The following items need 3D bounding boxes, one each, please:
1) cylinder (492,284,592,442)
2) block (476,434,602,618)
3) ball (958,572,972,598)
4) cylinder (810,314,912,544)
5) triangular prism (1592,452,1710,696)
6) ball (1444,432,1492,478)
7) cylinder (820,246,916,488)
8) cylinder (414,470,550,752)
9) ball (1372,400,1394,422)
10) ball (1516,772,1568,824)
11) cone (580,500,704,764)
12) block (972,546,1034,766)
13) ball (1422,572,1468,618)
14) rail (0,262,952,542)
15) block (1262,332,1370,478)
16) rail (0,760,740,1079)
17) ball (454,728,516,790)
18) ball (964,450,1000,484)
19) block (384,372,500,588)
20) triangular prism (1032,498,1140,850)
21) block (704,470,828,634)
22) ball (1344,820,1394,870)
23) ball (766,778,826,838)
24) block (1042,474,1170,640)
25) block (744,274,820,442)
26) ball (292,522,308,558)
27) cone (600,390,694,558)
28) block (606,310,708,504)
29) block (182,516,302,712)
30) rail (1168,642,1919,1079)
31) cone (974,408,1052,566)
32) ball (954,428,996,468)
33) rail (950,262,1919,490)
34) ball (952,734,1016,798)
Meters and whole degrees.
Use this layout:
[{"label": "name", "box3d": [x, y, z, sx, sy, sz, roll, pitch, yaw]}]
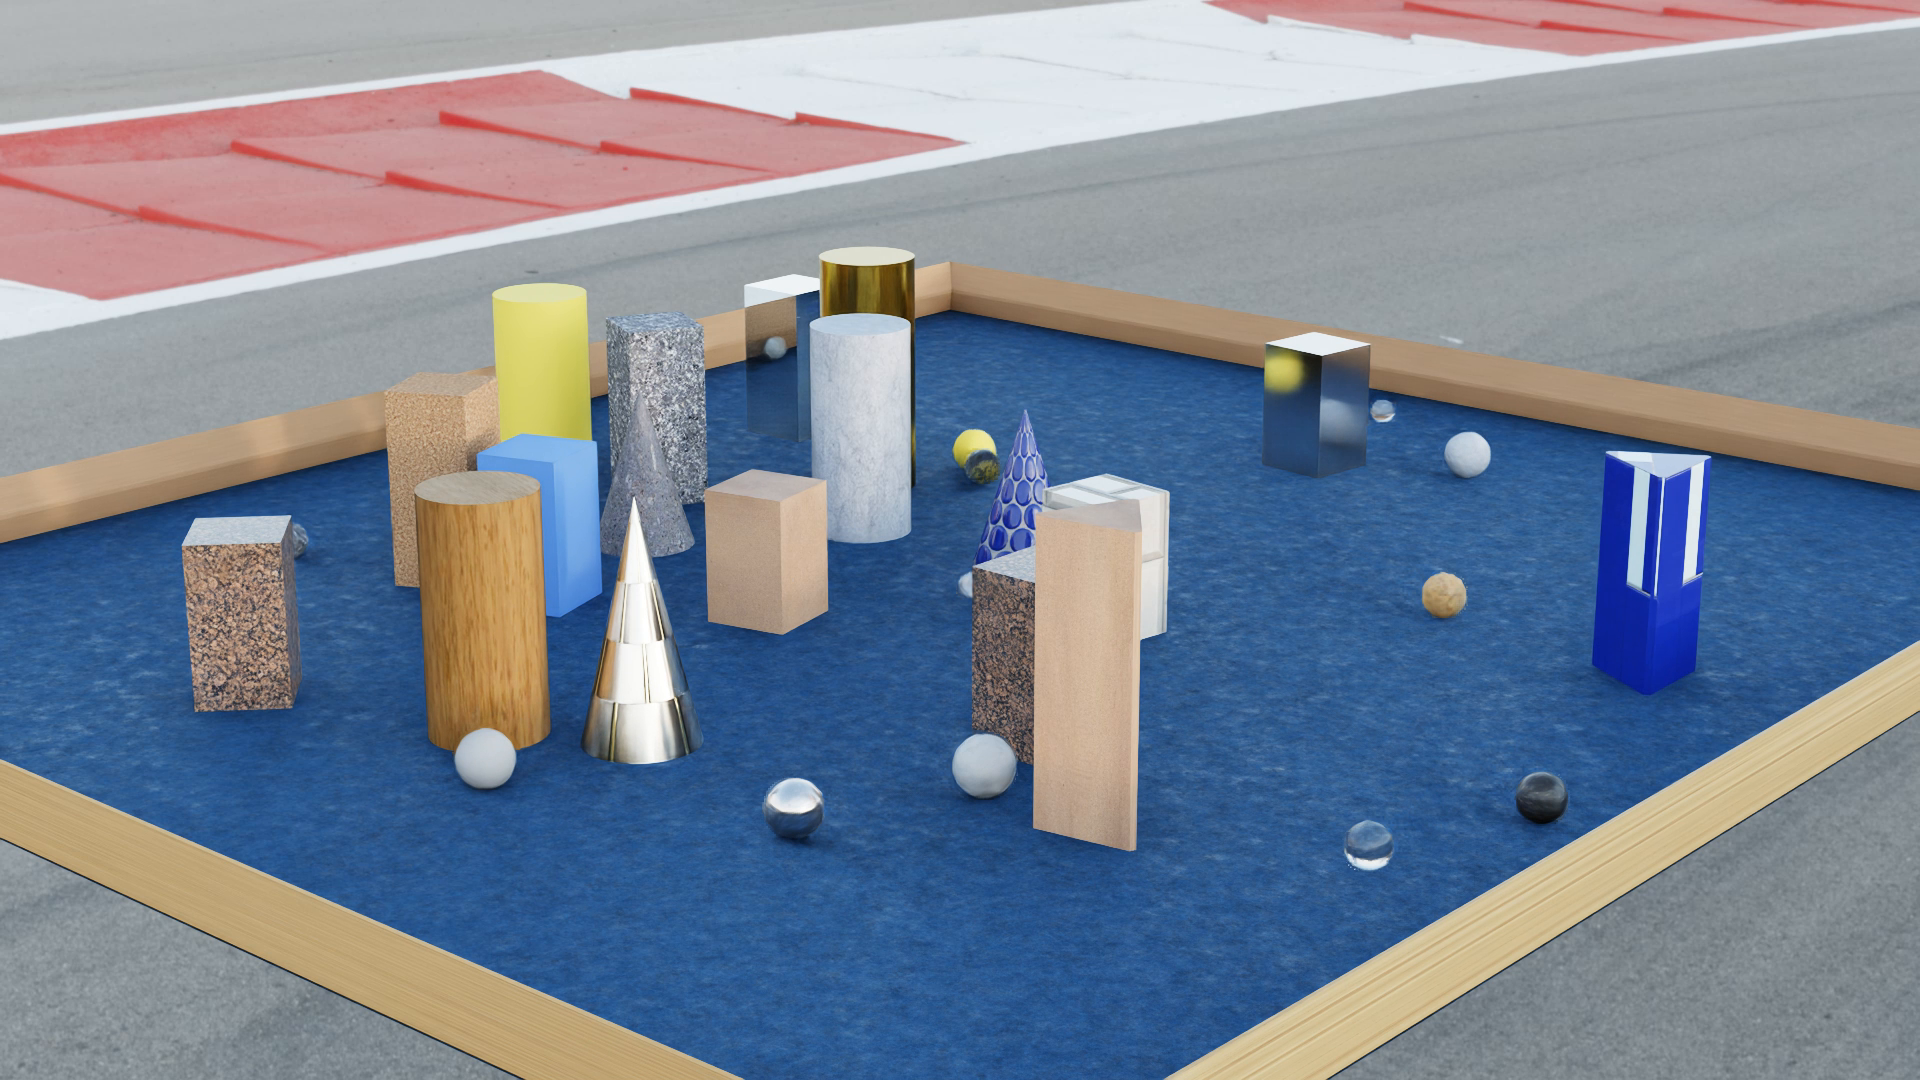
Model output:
[{"label": "cylinder", "box3d": [-0.834, -0.319, 5.868, 0.186, 0.358, 0.186, 0, 17, 0]}, {"label": "block", "box3d": [-0.723, -0.027, 5.050, 0.148, 0.273, 0.148, 7, 18, 21]}, {"label": "ball", "box3d": [0.018, 0.079, 5.098, 0.043, 0.043, 0.043, 0, 17, 0]}, {"label": "cylinder", "box3d": [-0.184, -0.209, 5.444, 0.186, 0.392, 0.186, 0, 17, 0]}, {"label": "triangular prism", "box3d": [1.082, 0.043, 4.673, 0.139, 0.357, 0.161, 14, 22, 38]}, {"label": "ball", "box3d": [1.012, -0.170, 5.837, 0.092, 0.092, 0.092, 0, 17, 0]}, {"label": "cylinder", "box3d": [-0.180, -0.331, 5.737, 0.186, 0.457, 0.186, 0, 17, 0]}, {"label": "cylinder", "box3d": [-0.717, 0.107, 4.411, 0.186, 0.387, 0.186, 0, 17, 0]}, {"label": "ball", "box3d": [0.902, -0.275, 6.254, 0.050, 0.050, 0.050, 0, 17, 0]}, {"label": "ball", "box3d": [0.816, 0.361, 4.112, 0.073, 0.073, 0.073, 0, 17, 0]}, {"label": "cone", "box3d": [-0.480, 0.120, 4.371, 0.186, 0.385, 0.186, 0, 17, 0]}, {"label": "block", "box3d": [0.123, 0.173, 4.373, 0.148, 0.283, 0.148, 14, 22, 39]}, {"label": "ball", "box3d": [0.824, 0.094, 4.989, 0.077, 0.077, 0.077, 0, 17, 0]}, {"label": "rail", "box3d": [-1.136, -0.255, 6.065, 0.045, 0.121, 3.443, 14, 22, 39]}, {"label": "block", "box3d": [0.716, -0.272, 5.899, 0.148, 0.251, 0.148, -15, 22, -40]}, {"label": "rail", "box3d": [-1.113, 0.401, 3.894, 3.055, 0.121, 0.045, 14, 22, 39]}, {"label": "ball", "box3d": [-0.686, 0.316, 4.237, 0.088, 0.088, 0.088, 0, 17, 0]}, {"label": "ball", "box3d": [0.044, -0.145, 5.794, 0.069, 0.069, 0.069, 0, 17, 0]}, {"label": "block", "box3d": [-0.905, -0.104, 5.168, 0.148, 0.352, 0.148, 4, 17, 14]}, {"label": "triangular prism", "box3d": [0.207, 0.179, 4.054, 0.161, 0.456, 0.139, 10, 20, 31]}, {"label": "block", "box3d": [-0.327, 0.018, 4.970, 0.148, 0.232, 0.148, 9, 19, 27]}, {"label": "ball", "box3d": [0.551, 0.412, 3.953, 0.068, 0.068, 0.068, 0, 17, 0]}, {"label": "ball", "box3d": [-0.228, 0.371, 4.061, 0.084, 0.084, 0.084, 0, 17, 0]}, {"label": "block", "box3d": [0.242, 0.035, 4.893, 0.148, 0.245, 0.148, -14, 22, -39]}, {"label": "block", "box3d": [-0.345, -0.383, 6.158, 0.148, 0.313, 0.148, 14, 22, 38]}, {"label": "ball", "box3d": [-1.215, 0.001, 5.314, 0.067, 0.067, 0.067, 0, 17, 0]}, {"label": "cone", "box3d": [-0.583, -0.136, 5.371, 0.186, 0.295, 0.186, 0, 17, 0]}, {"label": "block", "box3d": [-0.585, -0.252, 5.665, 0.148, 0.347, 0.148, -7, 18, -22]}, {"label": "block", "box3d": [-1.122, 0.114, 4.590, 0.148, 0.270, 0.148, -2, 17, -6]}, {"label": "rail", "box3d": [1.136, 0.316, 4.177, 0.045, 0.121, 3.443, 14, 22, 39]}, {"label": "cone", "box3d": [0.116, -0.098, 5.260, 0.186, 0.288, 0.186, 0, 17, 0]}, {"label": "ball", "box3d": [0.029, -0.180, 5.878, 0.086, 0.086, 0.086, 0, 17, 0]}, {"label": "rail", "box3d": [1.113, -0.341, 6.348, 3.055, 0.121, 0.045, 14, 22, 39]}, {"label": "ball", "box3d": [0.035, 0.324, 4.203, 0.093, 0.093, 0.093, 0, 17, 0]}]
